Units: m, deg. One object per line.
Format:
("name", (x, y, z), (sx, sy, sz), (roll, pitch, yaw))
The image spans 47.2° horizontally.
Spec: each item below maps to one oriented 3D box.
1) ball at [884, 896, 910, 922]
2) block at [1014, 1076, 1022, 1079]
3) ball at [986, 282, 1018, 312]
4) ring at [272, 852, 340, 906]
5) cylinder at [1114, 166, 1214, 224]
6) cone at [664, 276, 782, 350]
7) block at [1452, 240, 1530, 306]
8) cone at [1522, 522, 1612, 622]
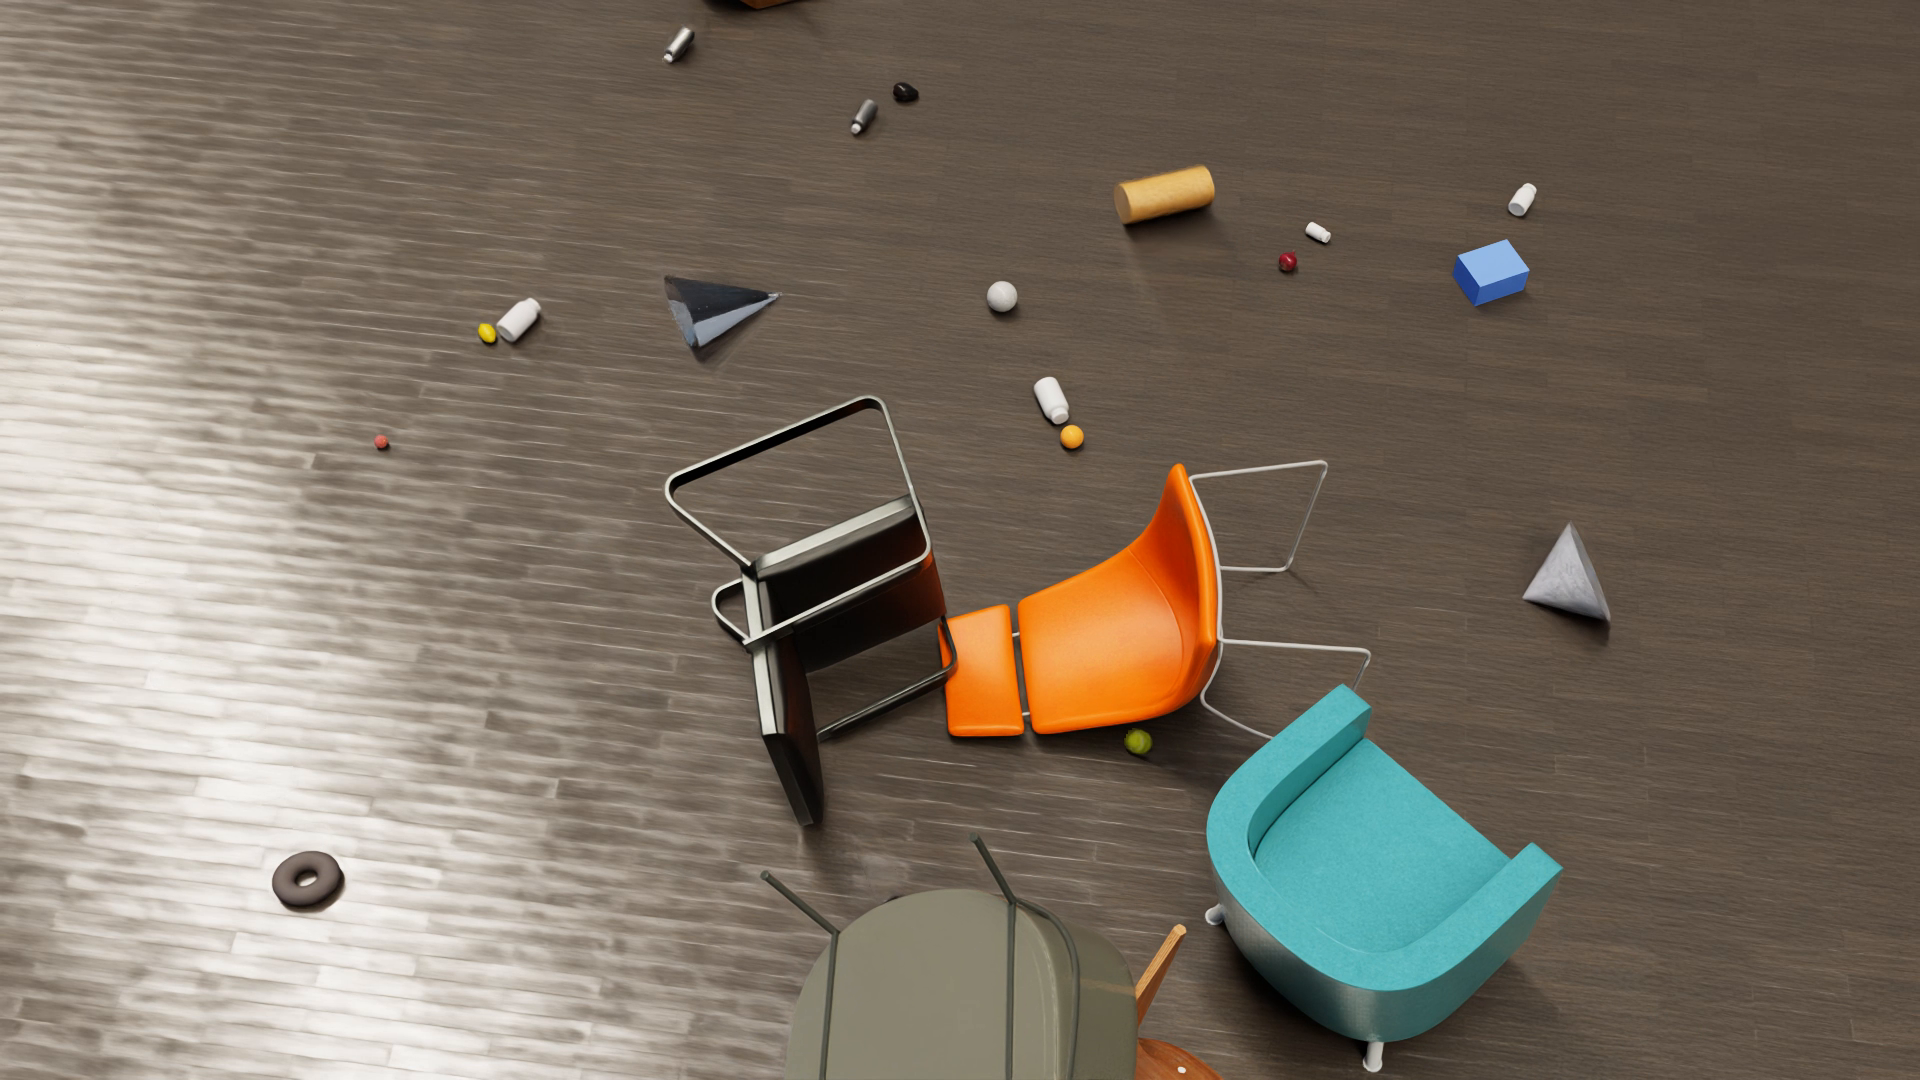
("ball", (-0.169, 0.987, 5.871), (0.067, 0.067, 0.067), (0, 56, 0))
("block", (0.121, 1.441, 5.550), (0.068, 0.094, 0.148), (37, 64, 22))
("ball", (0.135, -0.779, 7.037), (0.099, 0.099, 0.099), (0, 56, 0))
("ring", (-1.763, 0.911, 5.930), (0.184, 0.055, 0.155), (-11, 56, -6))
("cylinder", (0.672, -1.135, 7.240), (0.290, 0.173, 0.133), (-14, 96, -9))
("cone", (-0.729, -0.759, 7.042), (0.347, 0.134, 0.333), (-13, 51, -22))
("block", (1.712, -0.862, 7.095), (0.181, 0.096, 0.143), (-19, 58, -12))
("cone", (1.738, 0.132, 6.421), (0.212, 0.244, 0.331), (-24, 55, 20))
